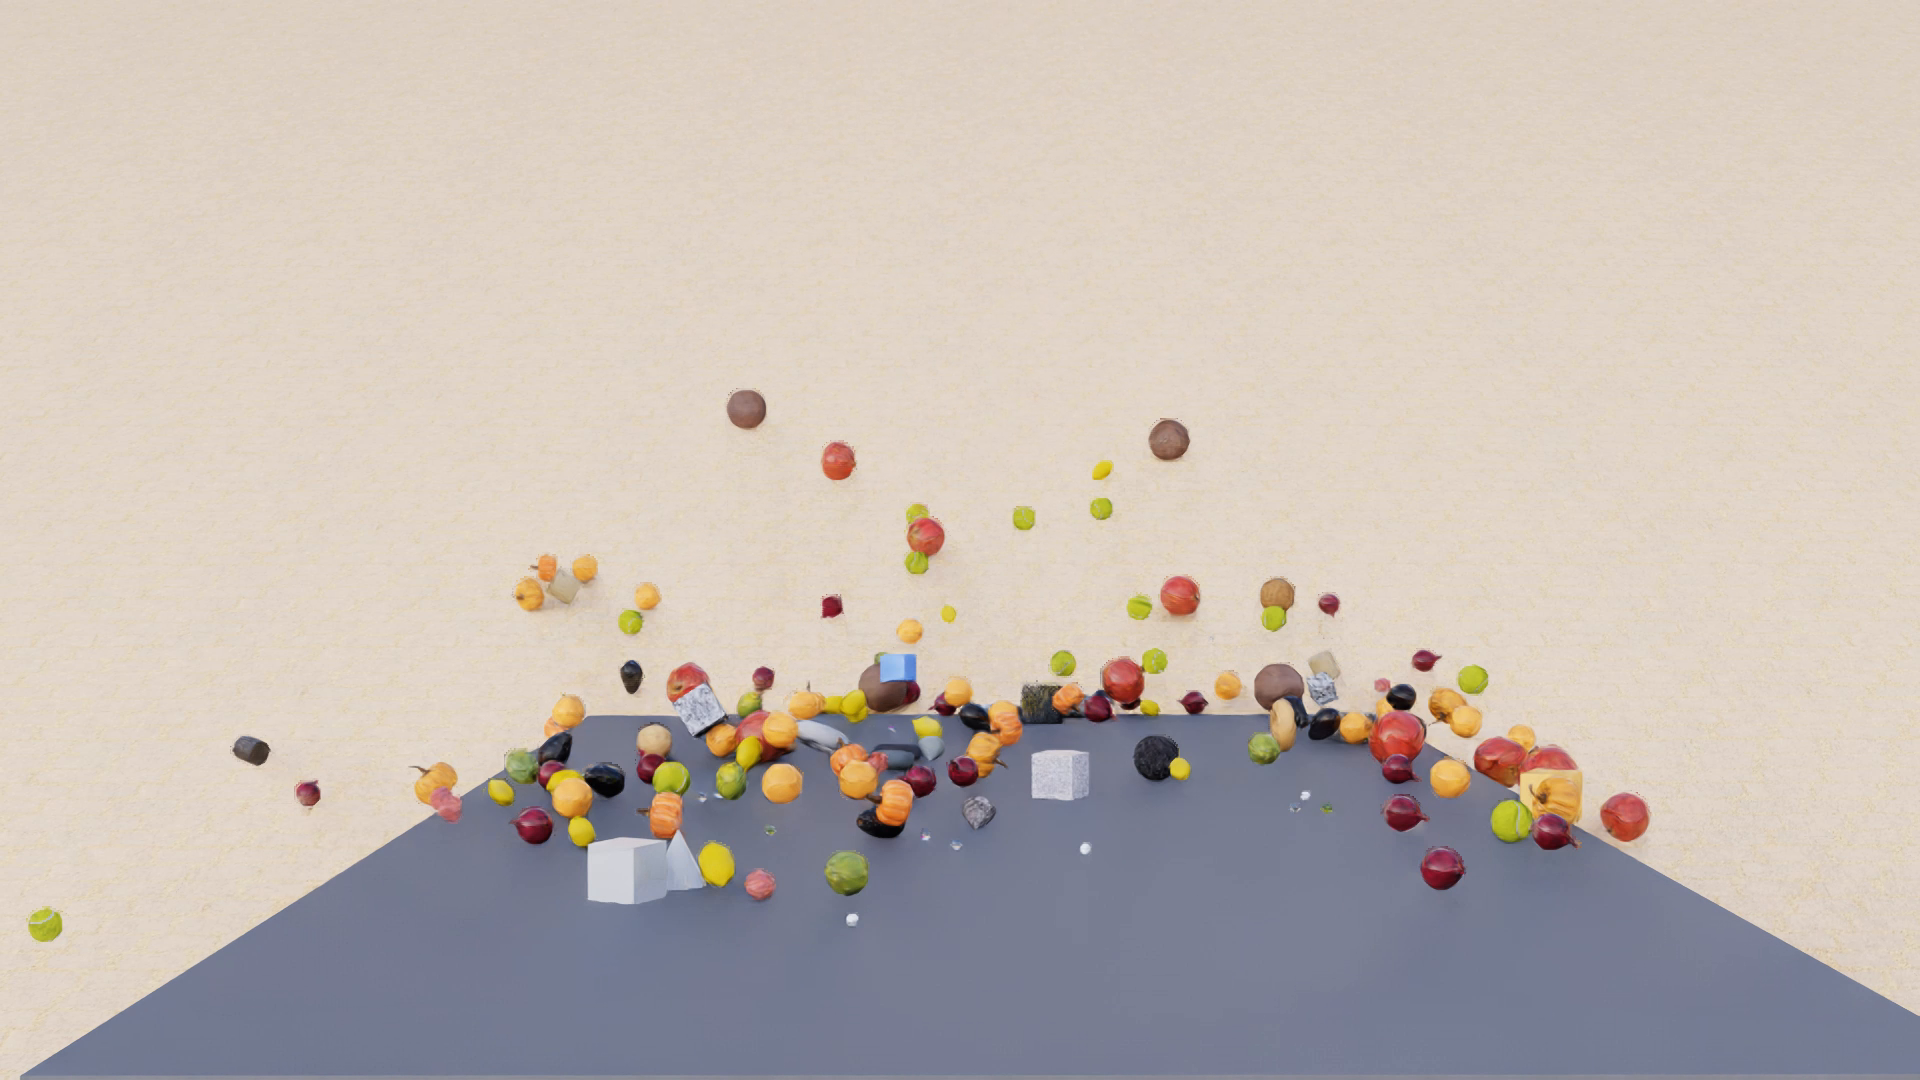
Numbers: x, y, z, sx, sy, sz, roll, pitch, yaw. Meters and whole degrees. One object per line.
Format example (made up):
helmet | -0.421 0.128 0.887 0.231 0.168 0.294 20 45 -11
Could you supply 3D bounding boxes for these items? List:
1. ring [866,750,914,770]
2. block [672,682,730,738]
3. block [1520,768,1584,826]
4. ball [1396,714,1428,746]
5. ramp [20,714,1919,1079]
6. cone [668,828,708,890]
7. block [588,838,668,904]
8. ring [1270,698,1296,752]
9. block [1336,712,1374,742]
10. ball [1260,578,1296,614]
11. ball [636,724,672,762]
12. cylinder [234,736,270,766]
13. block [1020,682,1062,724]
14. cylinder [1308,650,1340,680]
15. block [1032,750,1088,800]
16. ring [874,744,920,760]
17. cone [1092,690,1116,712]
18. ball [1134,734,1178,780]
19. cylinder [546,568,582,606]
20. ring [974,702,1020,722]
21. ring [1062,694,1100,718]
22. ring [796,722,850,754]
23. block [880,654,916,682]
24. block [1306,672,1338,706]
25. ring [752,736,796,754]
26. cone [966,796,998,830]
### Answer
ring | -0.144 0.456 5.343 0.104 0.035 0.104 0 0 0
block | -0.556 0.366 5.542 0.083 0.083 0.083 -33 -8 -3
block | 1.034 0.448 4.507 0.085 0.085 0.085 1 1 31
ball | 1.013 0.427 5.794 0.070 0.070 0.070 0 26 0
ramp | 0.060 0.540 4.576 2.000 0.100 4.000 0 1 0
cone | -0.413 0.465 3.793 0.084 0.084 0.084 0 1 0
block | -0.473 0.470 3.671 0.080 0.080 0.080 1 1 29
ring | 0.691 0.396 5.518 0.038 0.114 0.114 -3 26 -5
block | 0.905 0.428 5.916 0.063 0.063 0.063 -1 2 -38
ball | 0.891 0.157 7.248 0.100 0.100 0.100 0 26 0
ball | -0.650 0.431 5.486 0.077 0.077 0.077 0 26 0
cylinder | -1.785 0.530 6.501 0.063 0.063 0.063 14 29 33
block | 0.200 0.402 6.378 0.094 0.094 0.094 0 1 -3
cylinder | 0.968 0.338 6.870 0.067 0.067 0.067 -24 9 4
block | 0.189 0.442 4.865 0.082 0.082 0.082 1 1 26
ring | -0.134 0.452 5.486 0.104 0.035 0.104 -1 -2 0
cone | 0.367 0.435 6.721 0.067 0.067 0.067 7 25 13
ball | 0.389 0.432 5.125 0.090 0.090 0.090 0 26 0
cylinder | -1.113 0.132 7.250 0.076 0.076 0.076 30 24 -11
ring | 0.093 0.428 6.430 0.121 0.040 0.121 -4 1 0
ring | 0.282 0.421 6.556 0.149 0.050 0.149 -1 2 0
ring | -0.290 0.419 5.454 0.125 0.042 0.125 20 -14 5
block | -0.154 0.320 6.451 0.066 0.066 0.066 -7 -9 26
block | 0.901 0.371 6.423 0.054 0.054 0.054 -22 33 -4
ring | -0.406 0.450 5.641 0.098 0.033 0.098 -1 1 0
cone | 0.029 0.480 4.420 0.059 0.059 0.059 8 49 16
